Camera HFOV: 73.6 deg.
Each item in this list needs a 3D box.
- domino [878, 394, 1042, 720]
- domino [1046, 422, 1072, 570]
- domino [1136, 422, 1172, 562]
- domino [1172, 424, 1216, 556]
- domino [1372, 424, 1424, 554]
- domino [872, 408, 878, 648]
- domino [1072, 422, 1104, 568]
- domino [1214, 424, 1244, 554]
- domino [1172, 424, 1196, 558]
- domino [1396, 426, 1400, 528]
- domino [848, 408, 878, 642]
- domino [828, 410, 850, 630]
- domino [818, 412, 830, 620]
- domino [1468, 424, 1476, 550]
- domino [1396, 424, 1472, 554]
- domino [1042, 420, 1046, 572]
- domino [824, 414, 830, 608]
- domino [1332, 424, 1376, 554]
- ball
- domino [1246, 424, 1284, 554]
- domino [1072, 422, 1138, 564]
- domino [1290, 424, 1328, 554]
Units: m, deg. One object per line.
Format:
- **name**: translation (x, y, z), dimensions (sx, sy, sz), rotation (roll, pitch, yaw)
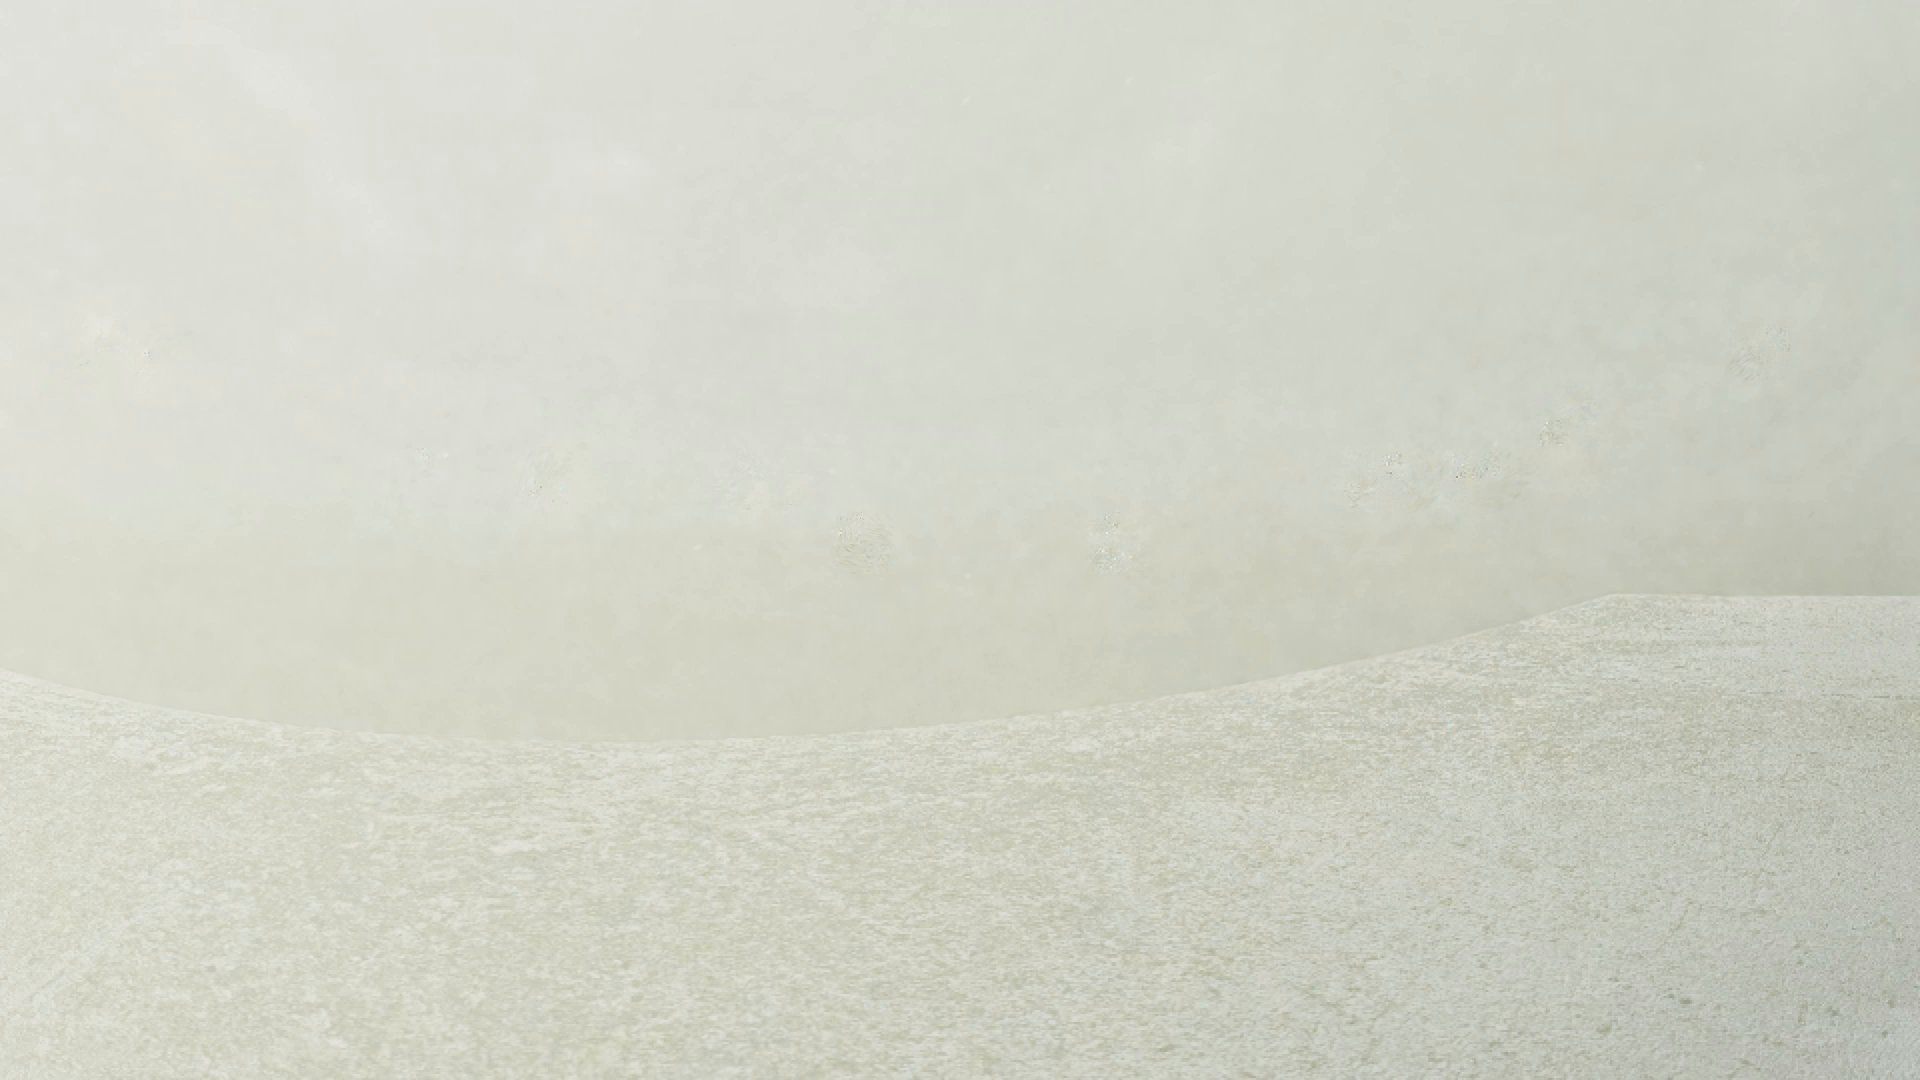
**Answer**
- **domino**: translation (0.000, 0.002, 0.201), dimensions (0.025, 0.050, 0.009), rotation (0, 4, 0)
- **domino**: translation (0.026, -0.016, 0.442), dimensions (0.025, 0.050, 0.009), rotation (4, 6, 41)
- **domino**: translation (0.065, -0.018, 0.474), dimensions (0.010, 0.050, 0.025), rotation (-4, 6, -43)
- **domino**: translation (0.087, -0.020, 0.501), dimensions (0.010, 0.050, 0.025), rotation (-3, 5, -34)
- **domino**: translation (0.171, -0.020, 0.503), dimensions (0.010, 0.050, 0.025), rotation (0, 4, -3)
- **domino**: translation (-0.005, -0.003, 0.268), dimensions (0.025, 0.050, 0.010), rotation (-2, 5, -19)
- **domino**: translation (0.038, -0.016, 0.454), dimensions (0.010, 0.050, 0.025), rotation (-3, 5, -38)
- **domino**: translation (0.103, -0.020, 0.506), dimensions (0.009, 0.050, 0.025), rotation (0, 4, -6)
- **domino**: translation (0.076, -0.019, 0.488), dimensions (0.025, 0.050, 0.009), rotation (3, 5, 33)
- **domino**: translation (0.198, -0.023, 0.539), dimensions (0.025, 0.050, 0.010), rotation (0, 4, 6)
- **domino**: translation (-0.011, -0.004, 0.284), dimensions (0.025, 0.050, 0.009), rotation (-2, 5, -22)
- **domino**: translation (-0.017, -0.005, 0.300), dimensions (0.025, 0.050, 0.009), rotation (-2, 5, -19)
- **domino**: translation (-0.022, -0.006, 0.317), dimensions (0.025, 0.050, 0.010), rotation (-1, 4, -9)
- **domino**: translation (0.195, -0.022, 0.523), dimensions (0.025, 0.050, 0.009), rotation (1, 4, 14)
- **domino**: translation (0.187, -0.021, 0.508), dimensions (0.009, 0.050, 0.025), rotation (-4, 6, -41)
- **domino**: translation (0.015, -0.015, 0.428), dimensions (0.025, 0.050, 0.009), rotation (3, 5, 34)
- **domino**: translation (-0.022, -0.007, 0.334), dimensions (0.025, 0.050, 0.009), rotation (1, 4, 7)
- **domino**: translation (0.154, -0.020, 0.503), dimensions (0.009, 0.050, 0.025), rotation (0, 4, 4)
- **ball**: translation (0.000, -0.002, 0.056), dimensions (0.080, 0.080, 0.080), rotation (0, 4, 0)
- **domino**: translation (0.120, -0.020, 0.506), dimensions (0.009, 0.050, 0.025), rotation (0, 4, 4)
- **domino**: translation (0.052, -0.017, 0.464), dimensions (0.010, 0.050, 0.025), rotation (-3, 5, -36)
- **domino**: translation (0.137, -0.020, 0.505), dimensions (0.010, 0.050, 0.025), rotation (0, 4, 6)
